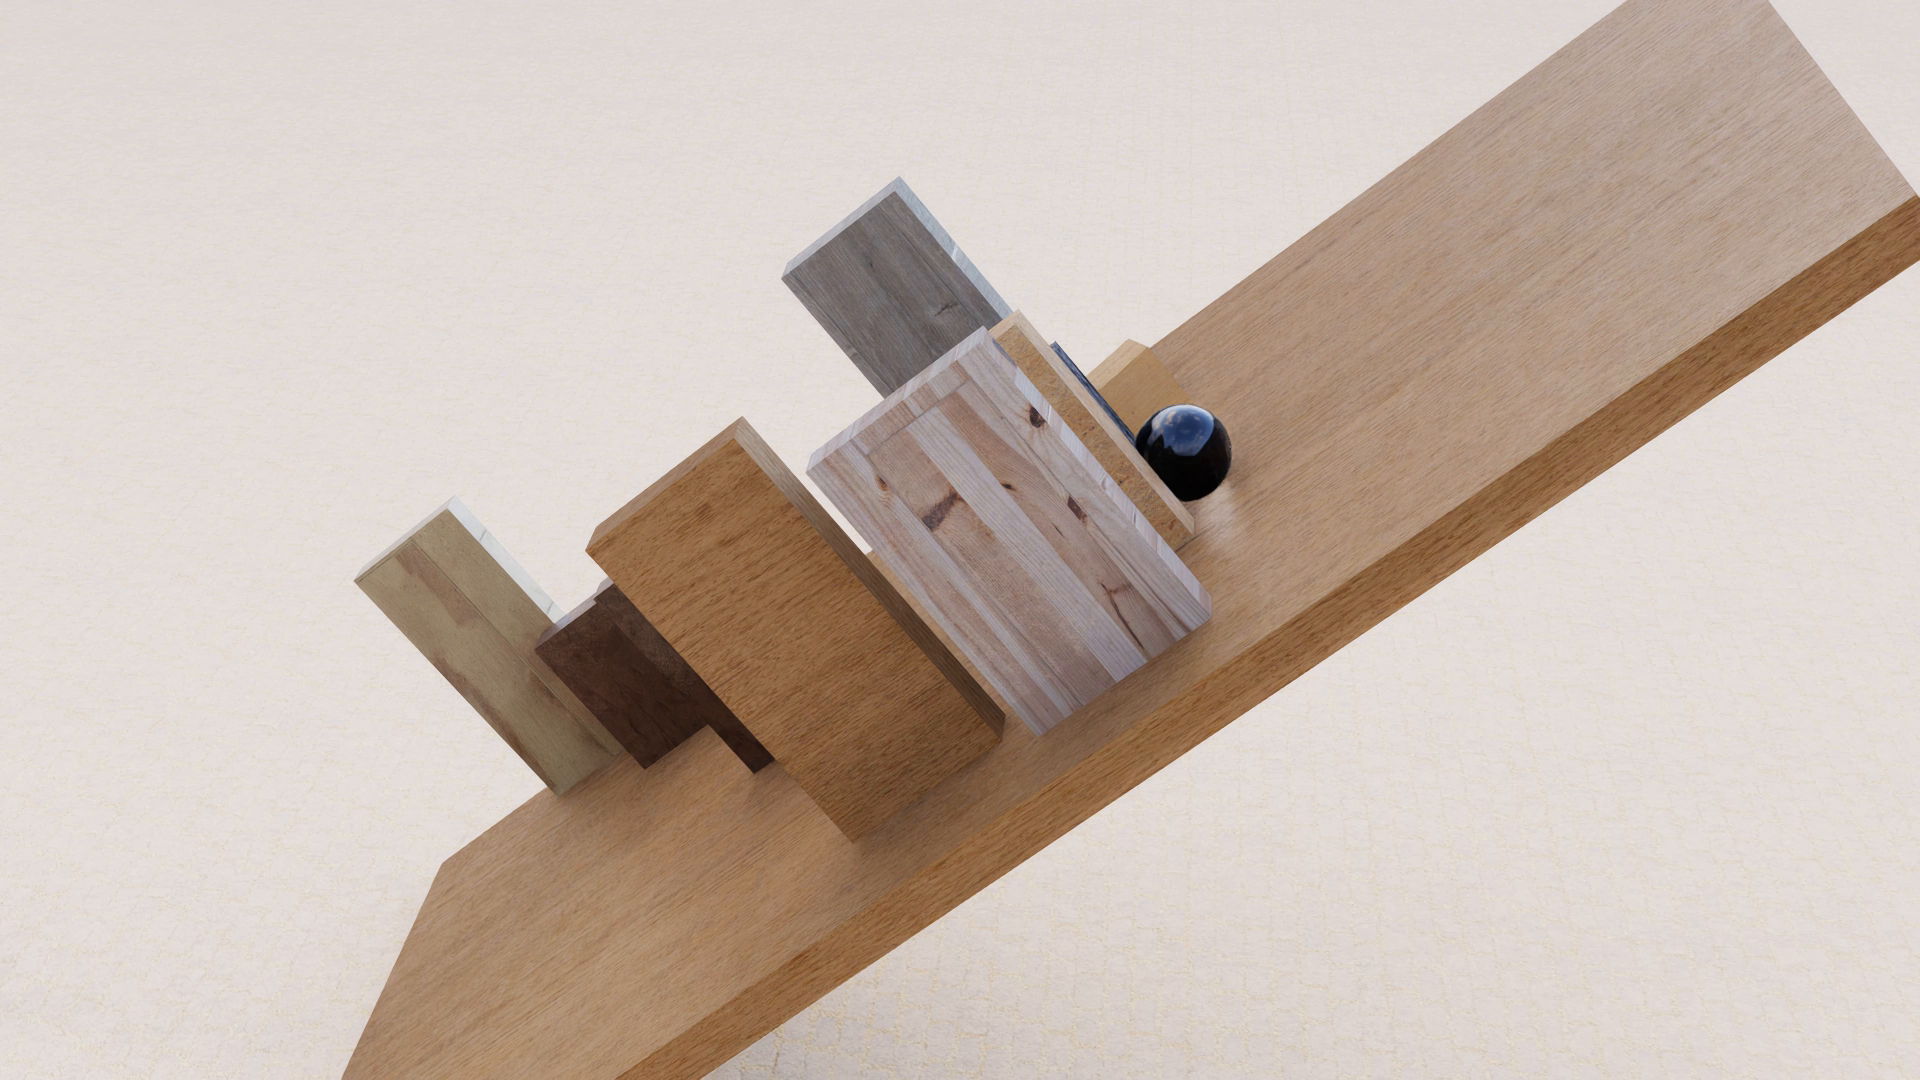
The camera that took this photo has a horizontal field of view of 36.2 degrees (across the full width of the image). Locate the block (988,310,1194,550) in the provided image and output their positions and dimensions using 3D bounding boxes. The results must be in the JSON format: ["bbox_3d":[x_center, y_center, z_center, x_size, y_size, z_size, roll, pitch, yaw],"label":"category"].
[{"bbox_3d":[0.156,-0.134,5.878,0.349,0.568,0.093,-36,16,18],"label":"block"}]

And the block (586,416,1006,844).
[{"bbox_3d":[-0.312,0.182,5.693,0.378,0.797,0.115,-36,16,18],"label":"block"}]

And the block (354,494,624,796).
[{"bbox_3d":[-1.149,0.275,7.463,0.328,0.768,0.084,-36,16,18],"label":"block"}]

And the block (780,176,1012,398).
[{"bbox_3d":[-0.012,-0.397,6.560,0.327,0.796,0.114,-36,16,18],"label":"block"}]

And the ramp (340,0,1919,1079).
[{"bbox_3d":[0.121,0.185,6.339,4.000,0.100,2.000,-36,16,18],"label":"ramp"}]

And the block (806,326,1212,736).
[{"bbox_3d":[0.095,-0.008,5.466,0.414,0.683,0.094,-36,16,18],"label":"block"}]

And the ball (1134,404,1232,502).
[{"bbox_3d":[0.454,-0.177,5.981,0.200,0.200,0.200,0,24,0],"label":"ball"}]

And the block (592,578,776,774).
[{"bbox_3d":[-0.521,0.231,6.522,0.283,0.544,0.086,-36,16,18],"label":"block"}]

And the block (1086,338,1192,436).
[{"bbox_3d":[0.389,-0.327,6.602,0.165,0.165,0.165,-42,16,-2],"label":"block"}]

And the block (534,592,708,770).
[{"bbox_3d":[-0.767,0.300,7.164,0.344,0.409,0.100,-36,16,18],"label":"block"}]

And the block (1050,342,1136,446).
[{"bbox_3d":[0.204,-0.154,6.113,0.306,0.409,0.115,-36,16,18],"label":"block"}]
